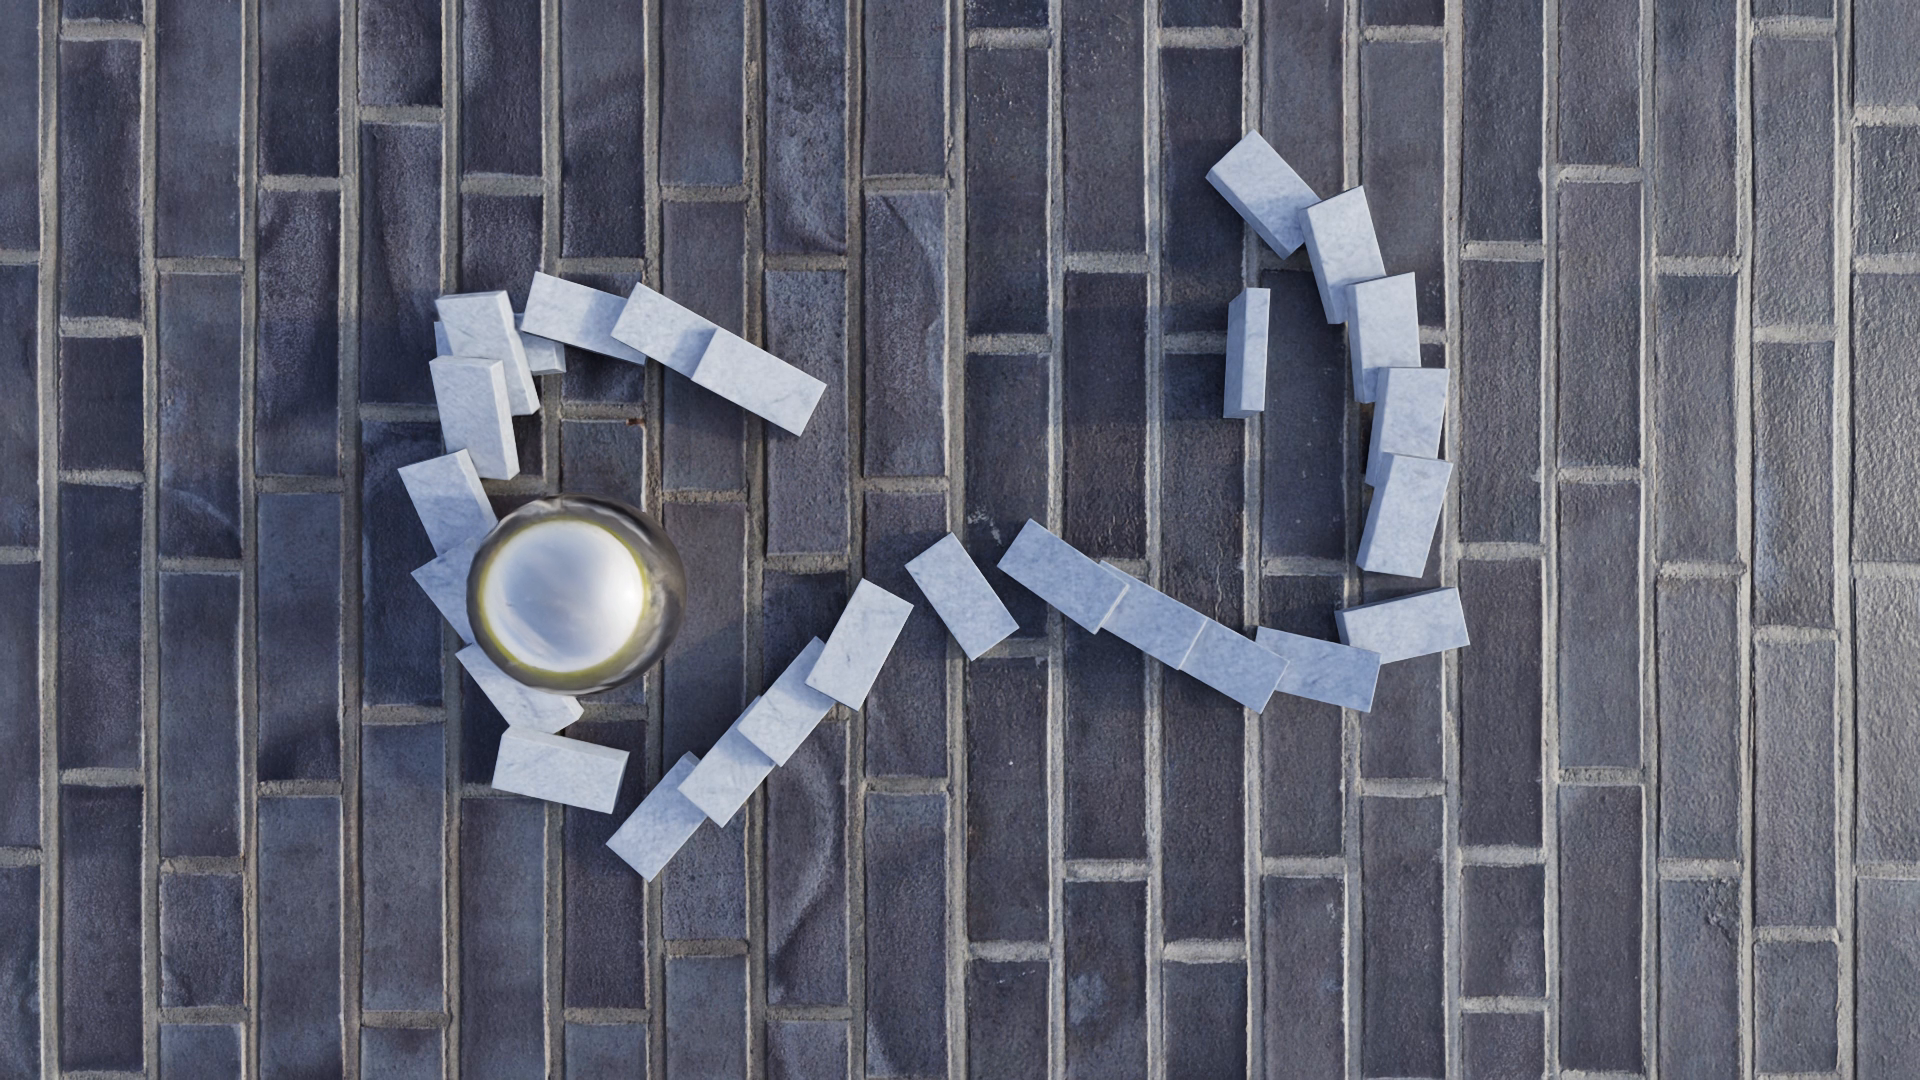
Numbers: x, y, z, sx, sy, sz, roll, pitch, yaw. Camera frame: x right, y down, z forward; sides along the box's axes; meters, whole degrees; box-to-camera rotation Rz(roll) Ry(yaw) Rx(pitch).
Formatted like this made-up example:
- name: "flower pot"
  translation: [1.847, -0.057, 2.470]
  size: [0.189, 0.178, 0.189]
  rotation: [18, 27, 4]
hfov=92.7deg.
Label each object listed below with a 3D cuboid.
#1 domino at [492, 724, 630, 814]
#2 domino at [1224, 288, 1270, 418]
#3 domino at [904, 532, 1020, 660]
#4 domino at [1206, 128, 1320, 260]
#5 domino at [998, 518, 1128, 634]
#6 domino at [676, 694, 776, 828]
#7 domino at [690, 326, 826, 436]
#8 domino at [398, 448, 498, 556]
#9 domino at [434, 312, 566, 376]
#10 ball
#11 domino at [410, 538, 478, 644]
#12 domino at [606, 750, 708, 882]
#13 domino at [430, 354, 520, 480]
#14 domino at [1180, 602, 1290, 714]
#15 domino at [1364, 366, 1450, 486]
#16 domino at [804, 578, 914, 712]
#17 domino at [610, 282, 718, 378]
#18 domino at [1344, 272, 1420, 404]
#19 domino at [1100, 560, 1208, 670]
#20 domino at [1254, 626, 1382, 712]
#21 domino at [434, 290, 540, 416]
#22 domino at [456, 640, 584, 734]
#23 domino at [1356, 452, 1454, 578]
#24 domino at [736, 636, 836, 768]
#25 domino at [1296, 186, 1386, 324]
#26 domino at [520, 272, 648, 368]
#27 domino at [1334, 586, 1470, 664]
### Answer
- name: "domino"
  translation: [-0.169, 0.098, 0.389]
  size: [0.050, 0.009, 0.025]
  rotation: [15, 103, -8]
- name: "domino"
  translation: [0.121, -0.078, 0.388]
  size: [0.009, 0.025, 0.050]
  rotation: [3, 90, 0]
- name: "domino"
  translation: [0.001, 0.024, 0.395]
  size: [0.025, 0.010, 0.050]
  rotation: [-35, 90, 0]
- name: "domino"
  translation: [0.133, -0.149, 0.395]
  size: [0.025, 0.010, 0.050]
  rotation: [-43, 90, 0]
- name: "domino"
  translation: [0.043, 0.015, 0.389]
  size: [0.050, 0.009, 0.025]
  rotation: [35, 91, 15]
- name: "domino"
  translation: [-0.093, 0.093, 0.389]
  size: [0.025, 0.010, 0.050]
  rotation: [40, 76, 0]
- name: "domino"
  translation: [-0.085, -0.067, 0.389]
  size: [0.050, 0.009, 0.025]
  rotation: [27, 90, -15]
- name: "domino"
  translation: [-0.213, -0.011, 0.388]
  size: [0.025, 0.009, 0.050]
  rotation: [-15, 107, 0]
- name: "domino"
  translation: [-0.198, -0.083, 0.395]
  size: [0.050, 0.010, 0.025]
  rotation: [-6, 90, 0]
- name: "ball"
  translation: [-0.149, 0.021, 0.360]
  size: [0.080, 0.080, 0.080]
  rotation: [0, 90, 0]
- name: "domino"
  translation: [-0.204, 0.027, 0.389]
  size: [0.025, 0.009, 0.050]
  rotation: [-30, 106, 0]
- name: "domino"
  translation: [-0.125, 0.119, 0.395]
  size: [0.025, 0.010, 0.050]
  rotation: [41, 90, 0]
- name: "domino"
  translation: [-0.203, -0.051, 0.384]
  size: [0.025, 0.010, 0.050]
  rotation: [5, 118, 0]
- name: "domino"
  translation: [0.110, 0.050, 0.389]
  size: [0.050, 0.009, 0.025]
  rotation: [29, 90, 15]
- name: "domino"
  translation: [0.189, -0.048, 0.389]
  size: [0.025, 0.009, 0.050]
  rotation: [1, 105, 0]
- name: "domino"
  translation: [-0.043, 0.044, 0.388]
  size: [0.025, 0.010, 0.050]
  rotation: [28, 74, -2]
- name: "domino"
  translation: [-0.119, -0.085, 0.389]
  size: [0.050, 0.010, 0.025]
  rotation: [27, 90, -15]
- name: "domino"
  translation: [0.180, -0.086, 0.389]
  size: [0.025, 0.009, 0.050]
  rotation: [-12, 105, 0]
- name: "domino"
  translation: [0.076, 0.032, 0.389]
  size: [0.050, 0.009, 0.025]
  rotation: [30, 90, 15]
- name: "domino"
  translation: [0.149, 0.054, 0.389]
  size: [0.050, 0.009, 0.025]
  rotation: [12, 90, 14]
- name: "domino"
  translation: [-0.196, -0.077, 0.382]
  size: [0.025, 0.010, 0.050]
  rotation: [-5, 118, -1]
- name: "domino"
  translation: [-0.186, 0.061, 0.389]
  size: [0.025, 0.010, 0.050]
  rotation: [-30, 105, 0]
- name: "domino"
  translation: [0.188, -0.011, 0.389]
  size: [0.025, 0.010, 0.050]
  rotation: [8, 105, -1]
- name: "domino"
  translation: [-0.069, 0.068, 0.389]
  size: [0.025, 0.010, 0.050]
  rotation: [40, 74, 0]
- name: "domino"
  translation: [0.163, -0.120, 0.389]
  size: [0.025, 0.010, 0.050]
  rotation: [-23, 105, 0]
- name: "domino"
  translation: [-0.156, -0.093, 0.389]
  size: [0.050, 0.009, 0.025]
  rotation: [15, 90, -14]
- name: "domino"
  translation: [0.190, 0.038, 0.395]
  size: [0.050, 0.010, 0.025]
  rotation: [-12, 90, 0]
